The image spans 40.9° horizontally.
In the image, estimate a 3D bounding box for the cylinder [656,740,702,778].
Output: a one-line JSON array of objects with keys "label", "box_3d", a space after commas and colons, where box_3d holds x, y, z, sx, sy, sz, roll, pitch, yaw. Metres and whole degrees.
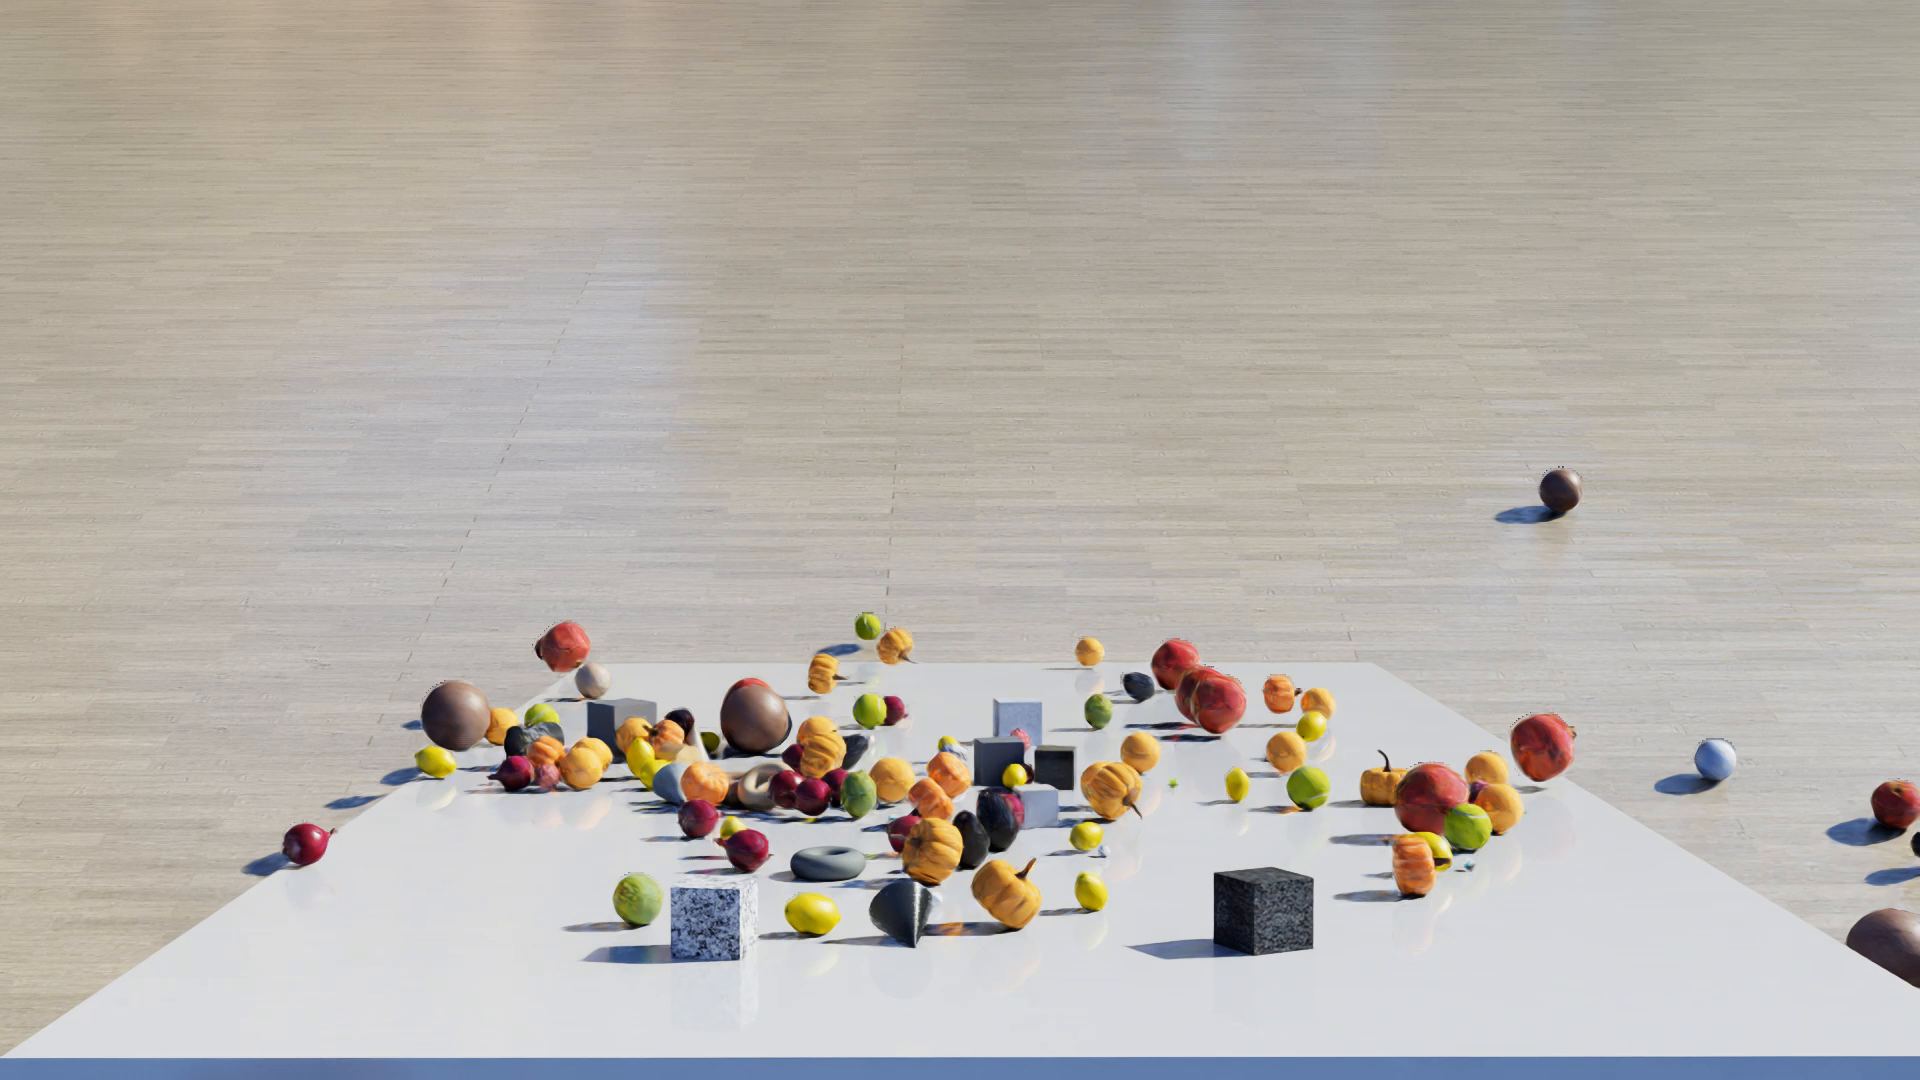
[{"label": "cylinder", "box_3d": [-0.491, 0.384, 4.485, 0.058, 0.058, 0.058, -20, 31, -41]}]

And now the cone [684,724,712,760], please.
[{"label": "cone", "box_3d": [-0.489, 0.369, 4.723, 0.065, 0.065, 0.065, 0, 3, 0]}]

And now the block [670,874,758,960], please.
[{"label": "block", "box_3d": [-0.288, 0.443, 3.026, 0.083, 0.083, 0.083, 0, 3, 10]}]

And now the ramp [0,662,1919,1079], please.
[{"label": "ramp", "box_3d": [0.051, 0.461, 4.533, 2.000, 0.100, 4.000, 0, 3, 0]}]

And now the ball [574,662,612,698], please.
[{"label": "ball", "box_3d": [-0.815, 0.312, 5.711, 0.081, 0.081, 0.081, 0, 22, 0]}]

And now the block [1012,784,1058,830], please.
[{"label": "block", "box_3d": [0.115, 0.410, 3.951, 0.059, 0.059, 0.059, -1, 3, -12]}]

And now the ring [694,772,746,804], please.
[{"label": "ring", "box_3d": [-0.374, 0.406, 4.206, 0.125, 0.042, 0.125, 1, 4, 0]}]

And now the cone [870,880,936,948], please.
[{"label": "cone", "box_3d": [-0.062, 0.465, 3.079, 0.080, 0.080, 0.080, -4, 36, -9]}]

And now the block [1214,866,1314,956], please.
[{"label": "block", "box_3d": [0.361, 0.441, 3.058, 0.085, 0.085, 0.085, -2, 3, -28]}]

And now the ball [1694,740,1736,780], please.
[{"label": "ball", "box_3d": [1.800, 0.524, 6.125, 0.096, 0.096, 0.096, 0, 22, 0]}]

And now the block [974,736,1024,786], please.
[{"label": "block", "box_3d": [0.067, 0.380, 4.414, 0.073, 0.073, 0.073, -1, 3, -10]}]

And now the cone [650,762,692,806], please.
[{"label": "cone", "box_3d": [-0.456, 0.412, 4.172, 0.074, 0.074, 0.074, -10, 44, -24]}]

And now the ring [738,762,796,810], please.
[{"label": "ring", "box_3d": [-0.310, 0.395, 4.128, 0.099, 0.033, 0.099, -14, 36, 10]}]

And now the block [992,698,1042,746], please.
[{"label": "block", "box_3d": [0.110, 0.349, 4.944, 0.083, 0.083, 0.083, 0, 3, -8]}]

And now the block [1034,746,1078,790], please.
[{"label": "block", "box_3d": [0.163, 0.386, 4.361, 0.066, 0.066, 0.066, 0, 3, 8]}]

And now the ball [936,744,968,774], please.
[{"label": "ball", "box_3d": [-0.014, 0.384, 4.518, 0.054, 0.054, 0.054, 0, 22, 0]}]

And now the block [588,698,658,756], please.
[{"label": "block", "box_3d": [-0.633, 0.350, 4.816, 0.094, 0.094, 0.094, -2, 4, -41]}]

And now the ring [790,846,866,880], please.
[{"label": "ring", "box_3d": [-0.181, 0.443, 3.527, 0.104, 0.035, 0.104, -1, 4, 0]}]
